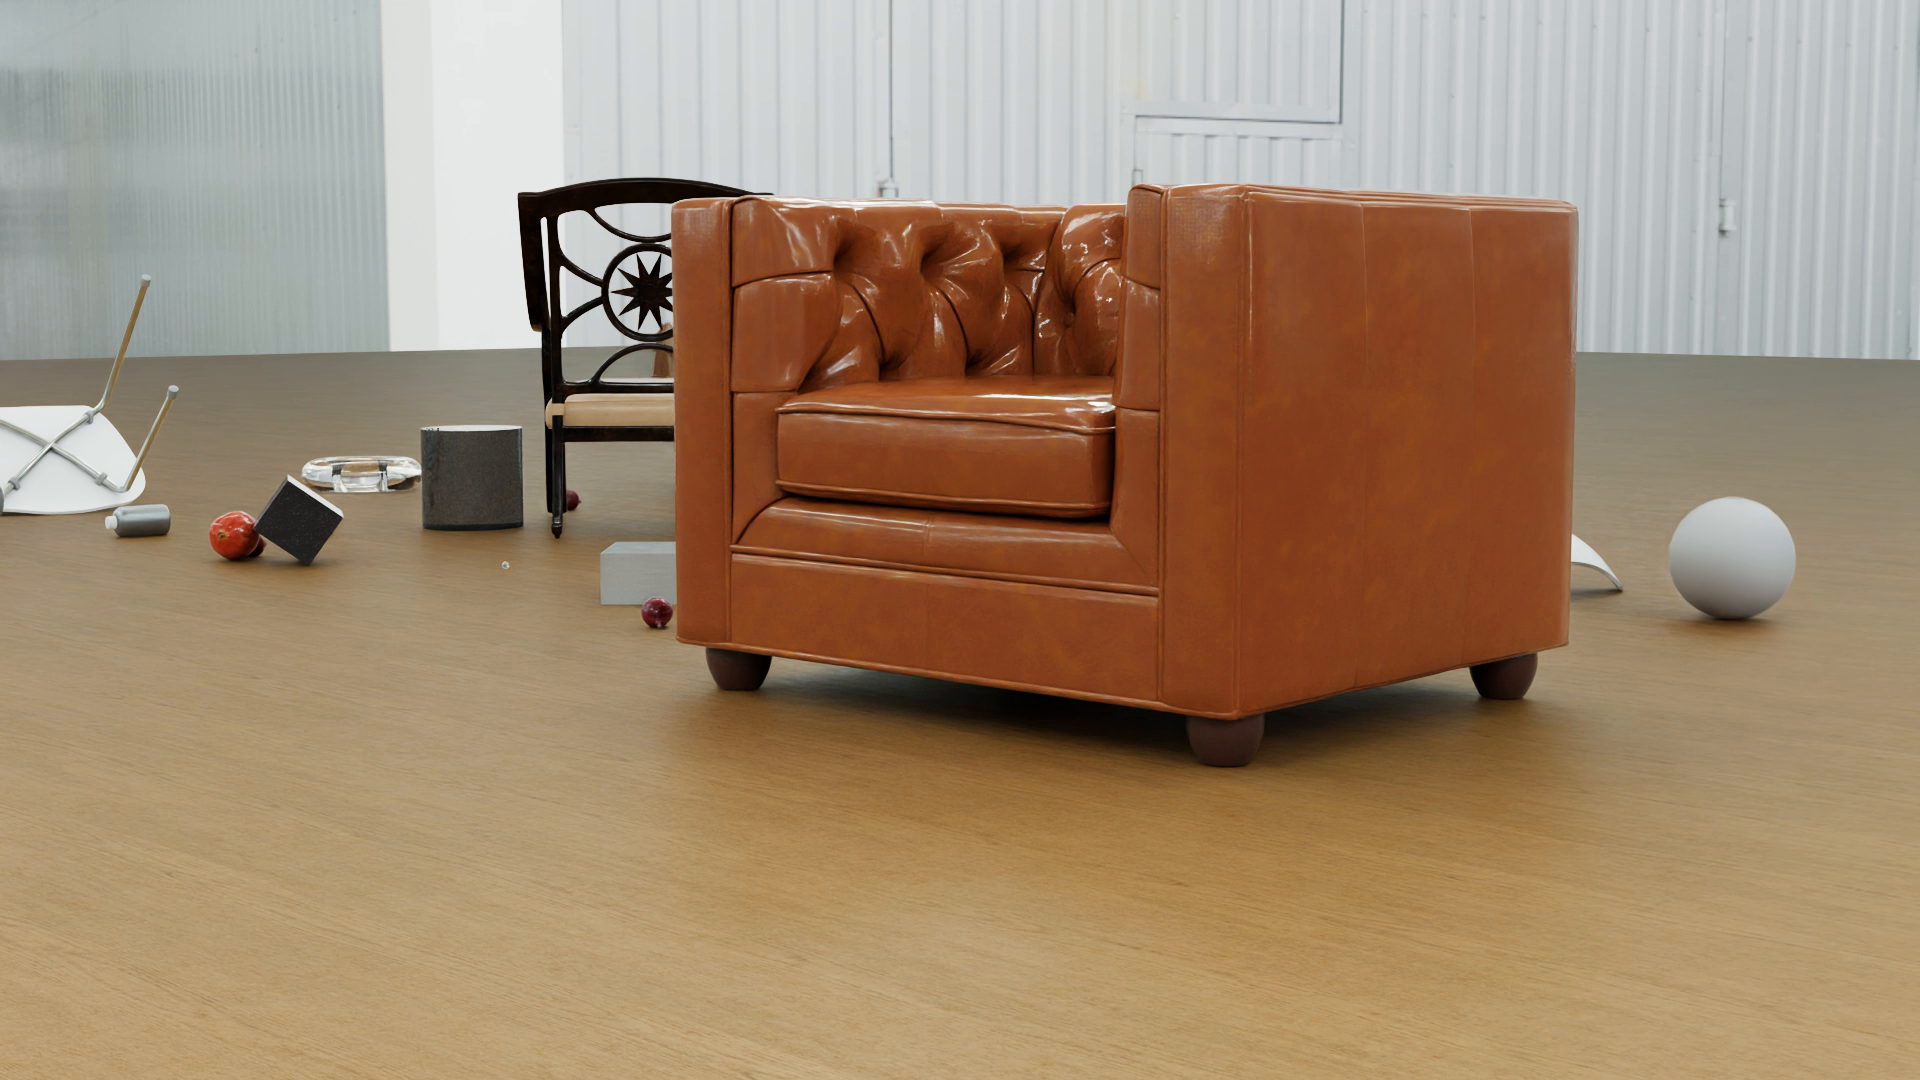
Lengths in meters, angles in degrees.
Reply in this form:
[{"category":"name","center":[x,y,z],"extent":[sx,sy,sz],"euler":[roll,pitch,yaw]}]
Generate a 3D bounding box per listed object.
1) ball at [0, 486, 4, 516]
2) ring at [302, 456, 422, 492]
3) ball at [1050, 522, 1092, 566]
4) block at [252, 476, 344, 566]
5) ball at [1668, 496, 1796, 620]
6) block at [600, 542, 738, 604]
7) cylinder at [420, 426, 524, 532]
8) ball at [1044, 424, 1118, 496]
[{"category":"ball","center":[-2.506,-0.098,6.466],"extent":[0.183,0.183,0.183],"euler":[0,6,0]},{"category":"ring","center":[-1.842,-0.204,7.908],"extent":[0.381,0.101,0.299],"euler":[0,5,11]},{"category":"ball","center":[0.252,0.010,5.846],"extent":[0.097,0.097,0.097],"euler":[0,6,0]},{"category":"block","center":[-1.523,-0.046,5.902],"extent":[0.148,0.135,0.175],"euler":[36,-4,-15]},{"category":"ball","center":[1.483,0.035,4.930],"extent":[0.235,0.235,0.235],"euler":[0,6,0]},{"category":"block","center":[-0.594,0.067,5.263],"extent":[0.253,0.103,0.229],"euler":[0,6,0]},{"category":"cylinder","center":[-1.284,-0.165,6.753],"extent":[0.257,0.259,0.272],"euler":[3,7,29]},{"category":"ball","center":[0.363,-0.242,7.694],"extent":[0.218,0.218,0.218],"euler":[0,6,0]}]
